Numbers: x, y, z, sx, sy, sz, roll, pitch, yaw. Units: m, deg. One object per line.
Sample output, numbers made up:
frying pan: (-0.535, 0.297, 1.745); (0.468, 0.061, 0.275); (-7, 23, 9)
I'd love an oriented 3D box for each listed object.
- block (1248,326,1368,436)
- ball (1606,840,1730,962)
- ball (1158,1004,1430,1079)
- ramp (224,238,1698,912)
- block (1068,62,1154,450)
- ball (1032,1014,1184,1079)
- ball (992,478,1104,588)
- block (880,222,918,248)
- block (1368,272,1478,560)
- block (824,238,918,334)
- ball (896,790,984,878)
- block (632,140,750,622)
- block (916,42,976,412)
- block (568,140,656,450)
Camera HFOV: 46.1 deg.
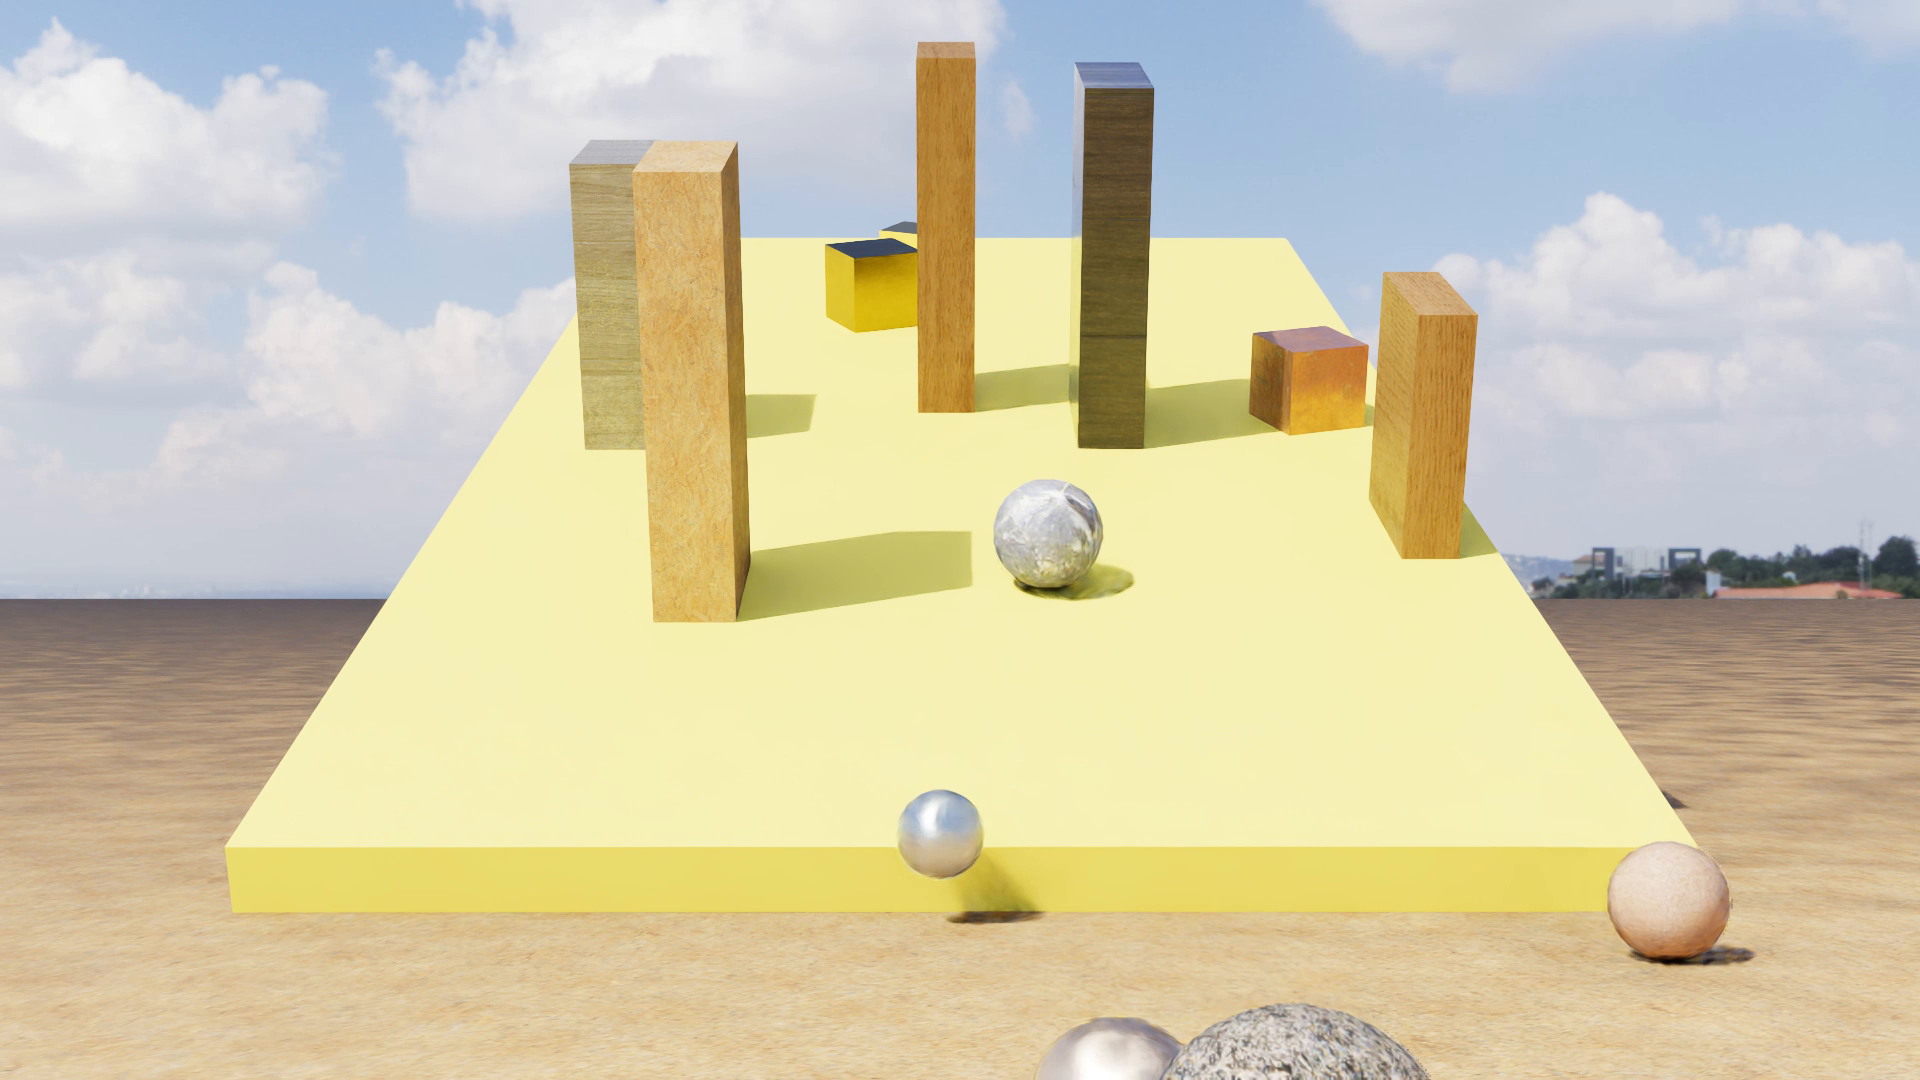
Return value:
block: (0.766, -0.353, 4.971); (0.185, 0.185, 0.185); (-7, 21, -20)
ball: (0.845, 0.431, 2.695); (0.142, 0.142, 0.142); (0, -1, 0)
ball: (0.201, 0.375, 1.350); (0.191, 0.191, 0.191); (0, -1, 0)
ramp: (-0.005, -0.202, 4.969); (2.000, 0.100, 4.000); (0, 19, 0)
block: (0.320, -0.616, 4.853); (0.140, 0.759, 0.394); (0, 19, 0)
ball: (0.115, 0.411, 1.637); (0.131, 0.131, 0.131); (0, -1, 0)
ball: (0.155, -0.012, 3.988); (0.195, 0.195, 0.195); (0, -1, 0)
block: (-0.125, -0.796, 6.282); (0.146, 0.146, 0.146); (9, 21, 25)
block: (0.864, -0.239, 4.238); (0.105, 0.460, 0.348); (0, 19, 0)
block: (-0.221, -0.659, 5.824); (0.192, 0.192, 0.192); (-9, 21, -24)
ball: (-0.026, 0.388, 2.979); (0.117, 0.117, 0.117); (0, -1, 0)
block: (-0.452, -0.272, 3.860); (0.141, 0.770, 0.300); (0, 19, 0)
block: (-0.031, -0.700, 5.054); (0.127, 0.783, 0.278); (0, 19, 0)
block: (-0.721, -0.527, 4.825); (0.148, 0.607, 0.300); (0, 19, 0)
